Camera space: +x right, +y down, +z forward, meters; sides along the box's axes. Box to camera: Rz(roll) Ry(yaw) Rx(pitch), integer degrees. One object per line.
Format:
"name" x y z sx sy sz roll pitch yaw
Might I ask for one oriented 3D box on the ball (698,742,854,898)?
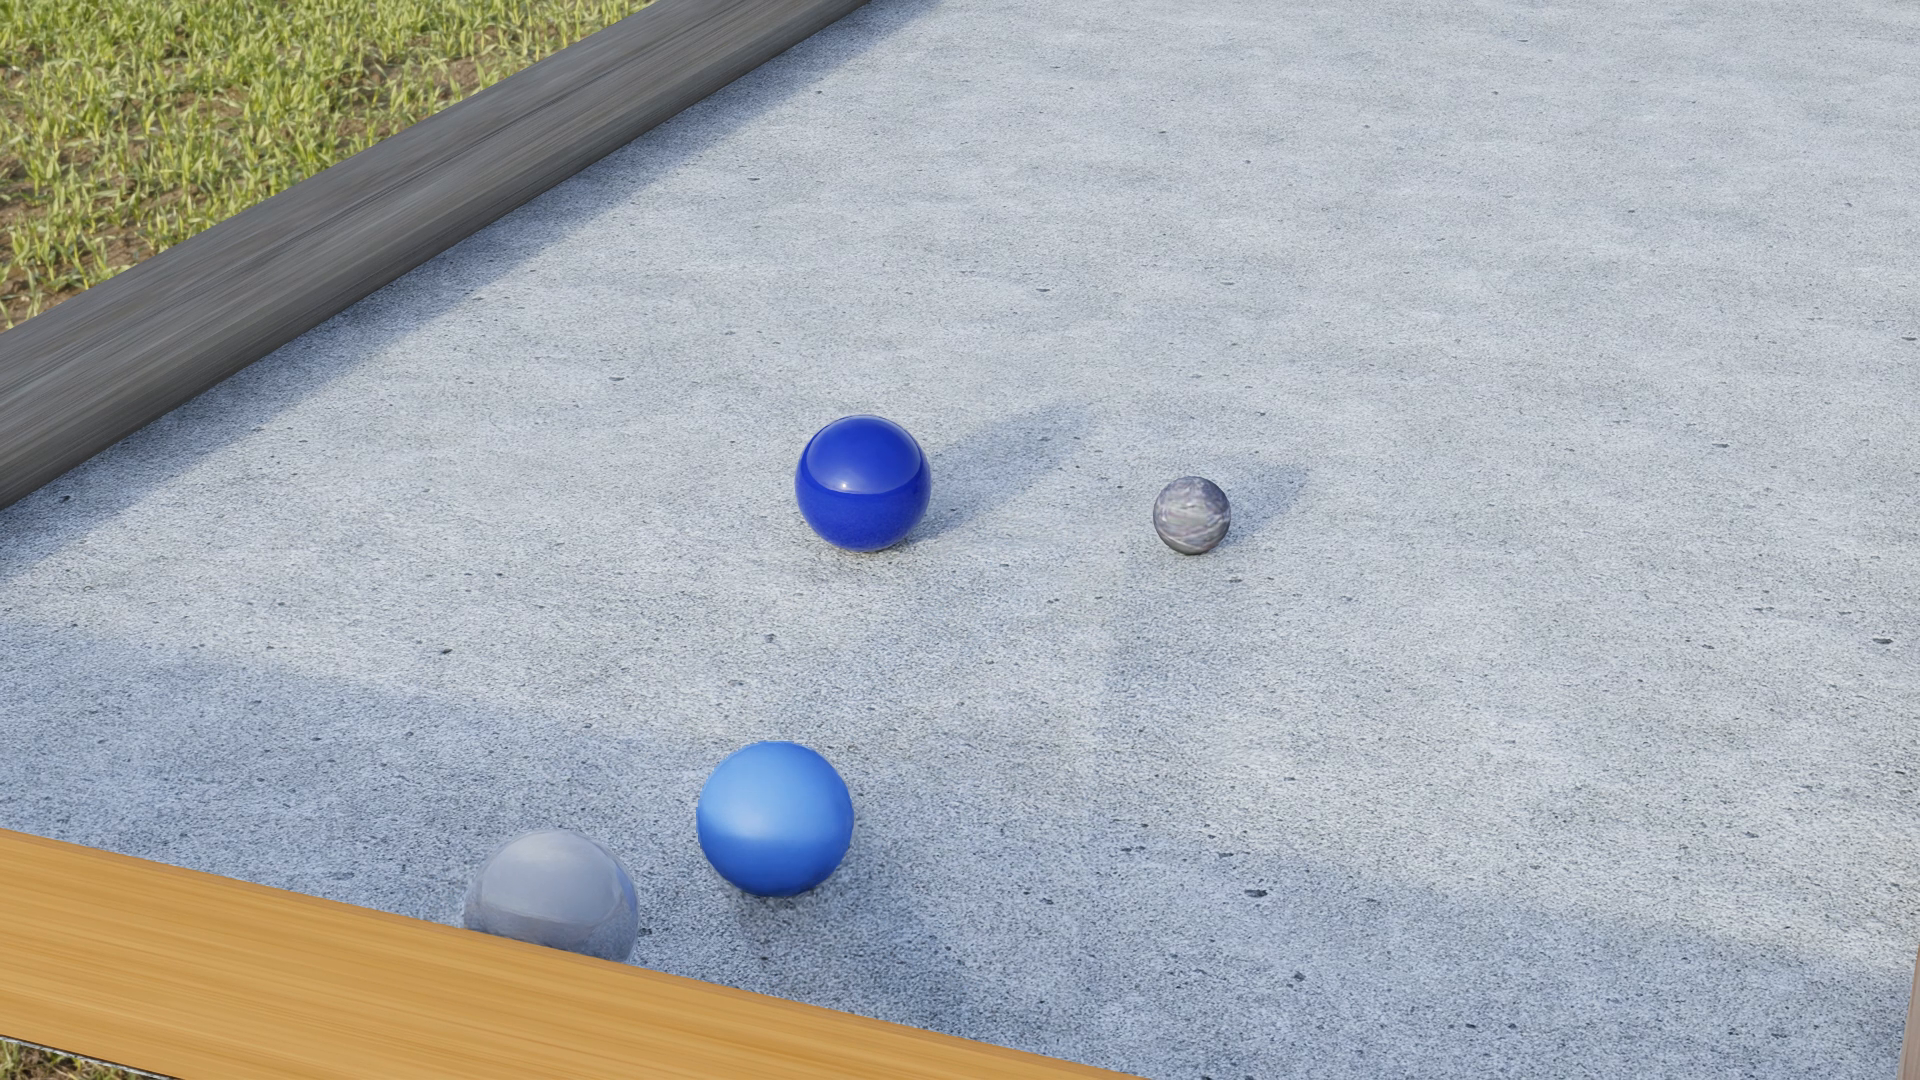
"ball" -0.099 0.150 1.582 0.084 0.084 0.084 0 24 0

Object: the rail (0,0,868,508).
"rail" -0.367 -0.377 2.705 0.045 0.121 2.668 9 26 19

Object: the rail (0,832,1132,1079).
"rail" -0.232 0.221 1.376 1.352 0.121 0.045 9 26 19

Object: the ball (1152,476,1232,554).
"ball" 0.157 -0.017 1.991 0.053 0.053 0.053 0 24 0

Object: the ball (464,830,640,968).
"ball" -0.206 0.191 1.487 0.088 0.088 0.088 0 24 0

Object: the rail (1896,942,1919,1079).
"rail" 0.849 -0.183 2.276 0.045 0.121 2.668 9 26 19

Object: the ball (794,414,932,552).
"ball" -0.066 -0.038 1.990 0.093 0.093 0.093 0 24 0
